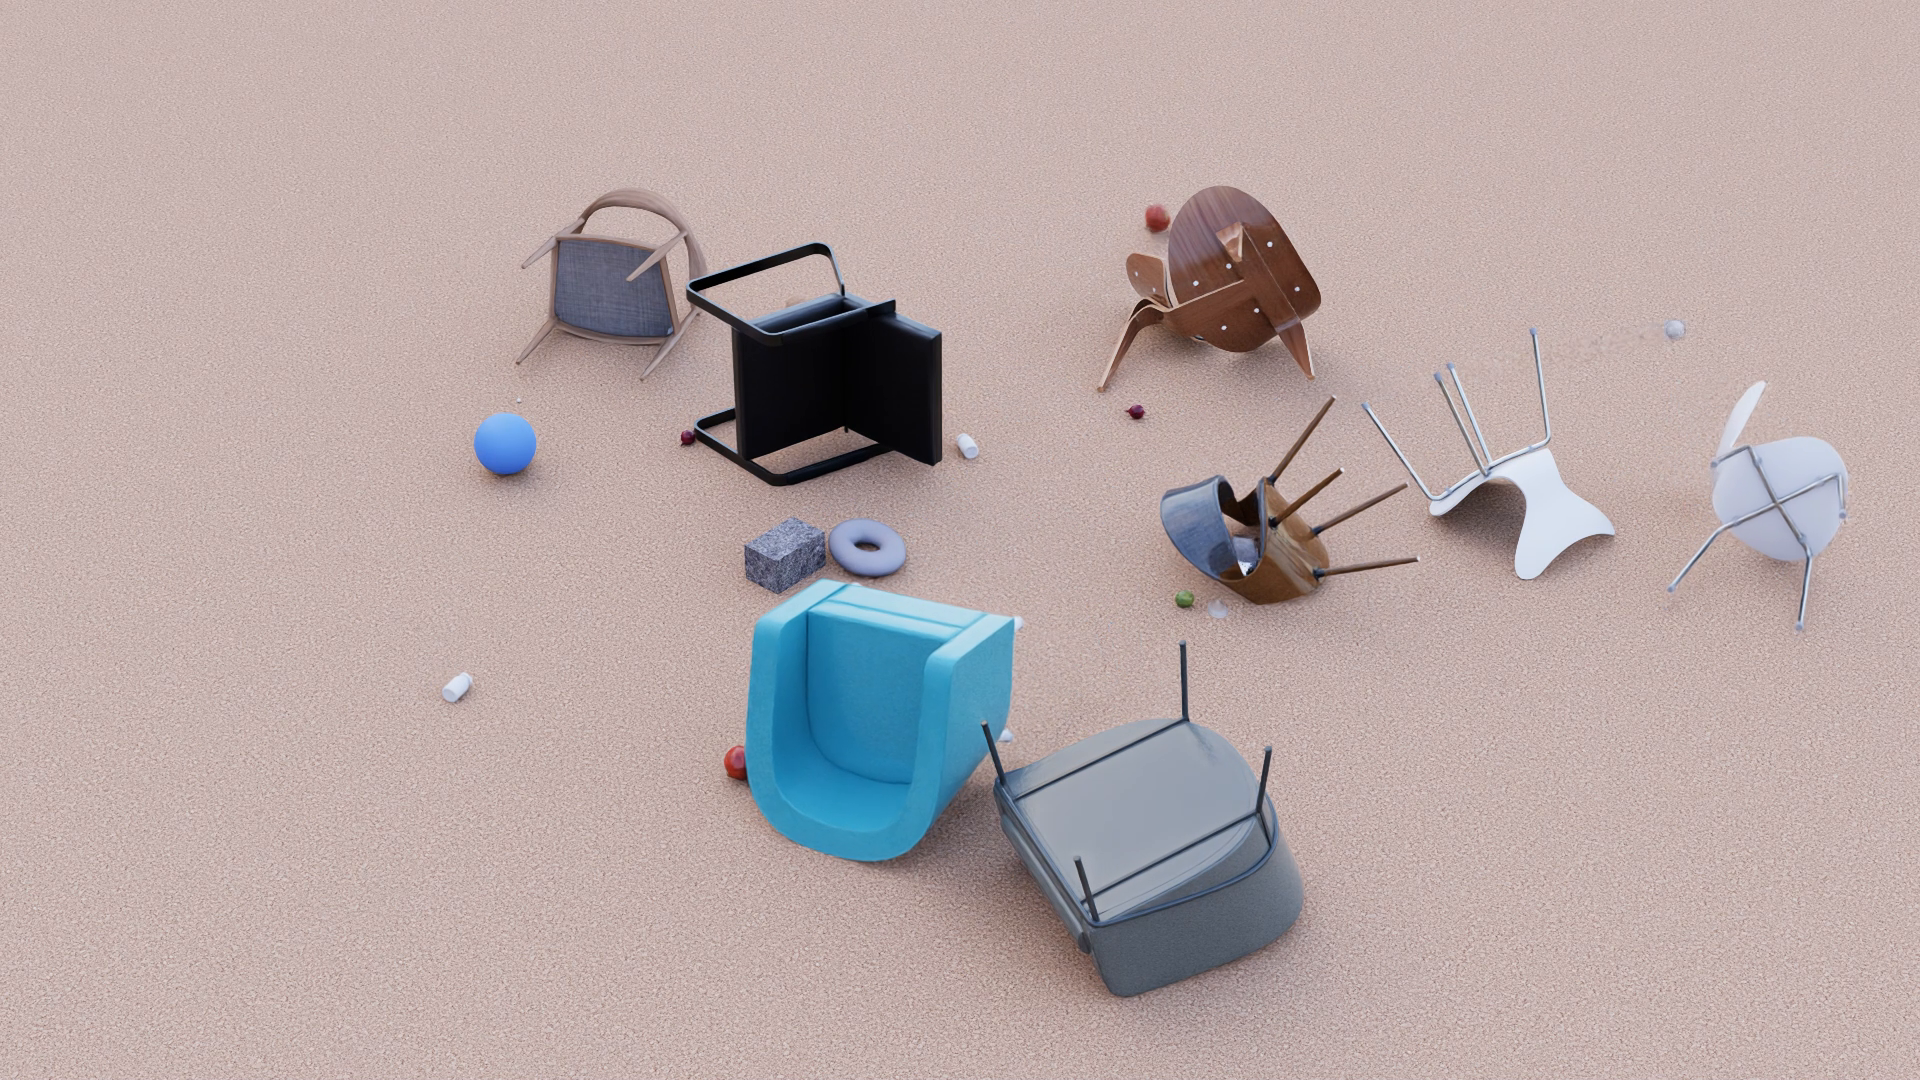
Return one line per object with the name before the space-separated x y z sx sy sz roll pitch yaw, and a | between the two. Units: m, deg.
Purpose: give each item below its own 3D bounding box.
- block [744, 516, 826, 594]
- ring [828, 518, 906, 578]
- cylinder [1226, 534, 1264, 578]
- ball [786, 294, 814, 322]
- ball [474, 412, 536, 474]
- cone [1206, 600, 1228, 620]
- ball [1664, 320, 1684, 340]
block | -0.639 0.056 10.727 0.162 0.146 0.255 25 41 33
ring | -0.343 0.028 10.827 0.272 0.085 0.352 -15 37 -24
cylinder | 1.048 0.057 10.763 0.108 0.103 0.187 9 42 13
ball | -0.676 -0.974 12.316 0.118 0.118 0.118 0 33 0
ball | -1.751 -0.371 11.291 0.239 0.239 0.239 0 33 0
cone | 0.927 0.231 10.551 0.077 0.047 0.122 -2 33 -3
ball | 2.974 -0.876 12.201 0.080 0.080 0.080 0 33 0
